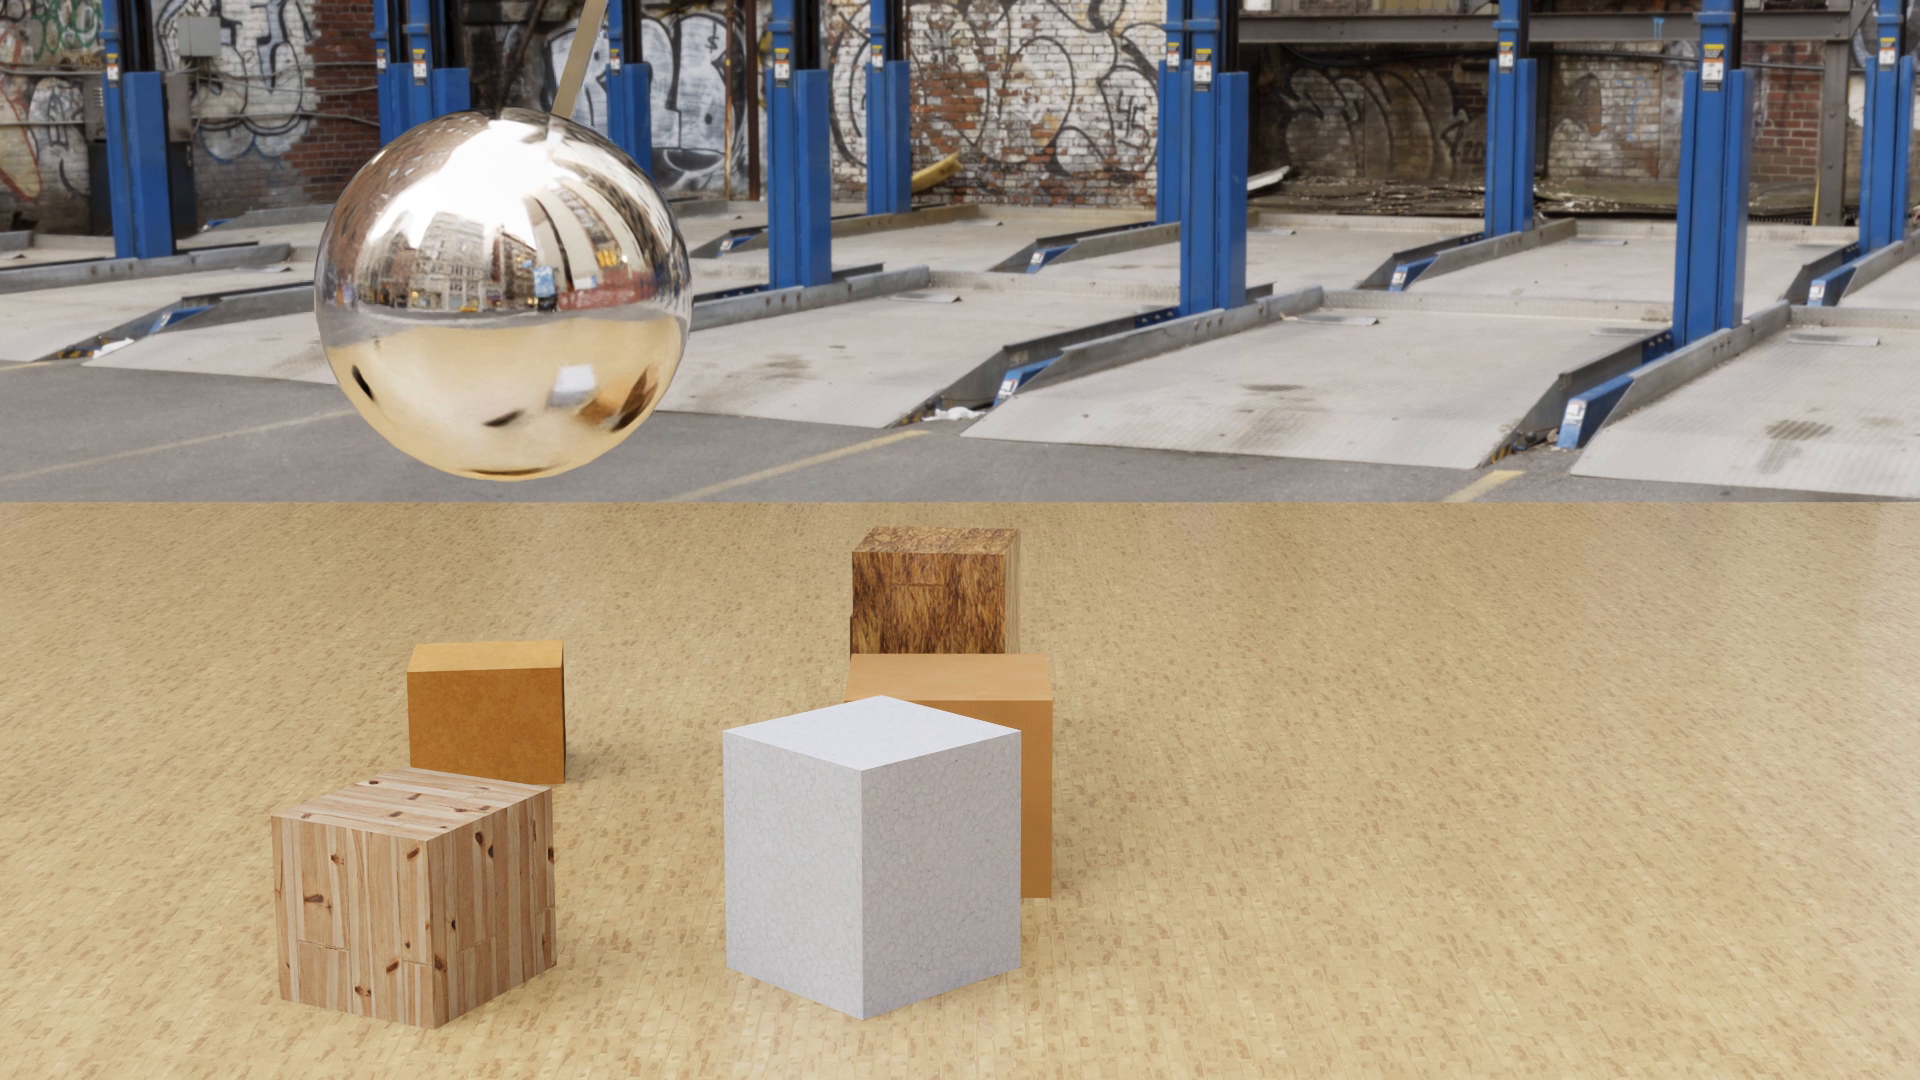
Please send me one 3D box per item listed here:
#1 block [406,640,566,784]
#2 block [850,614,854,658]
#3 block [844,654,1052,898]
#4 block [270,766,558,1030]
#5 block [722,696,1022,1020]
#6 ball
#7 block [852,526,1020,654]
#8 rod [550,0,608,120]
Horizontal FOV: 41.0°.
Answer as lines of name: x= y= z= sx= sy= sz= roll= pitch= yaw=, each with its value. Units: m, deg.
block: x=-2.399 y=0.879 z=13.064 sx=0.753 sy=0.597 sz=0.639 roll=-1 pitch=10 yaw=-8
block: x=-0.116 y=0.707 z=13.460 sx=0.817 sy=0.794 sz=0.892 roll=1 pitch=10 yaw=4
block: x=-0.051 y=1.034 z=11.431 sx=0.890 sy=0.877 sz=0.893 roll=0 pitch=10 yaw=0
block: x=-2.111 y=1.371 z=9.984 sx=0.732 sy=0.731 sz=0.791 roll=5 pitch=11 yaw=26
block: x=-0.345 y=1.223 z=10.129 sx=0.841 sy=0.969 sz=0.813 roll=-10 pitch=14 yaw=-43
ball: x=-1.947 y=-1.049 z=10.990 sx=1.600 sy=1.600 sz=1.600 roll=0 pitch=10 yaw=0
block: x=-0.102 y=0.335 z=12.262 sx=0.714 sy=0.682 sz=0.686 roll=1 pitch=10 yaw=7
rod: x=-0.844 y=-4.213 z=10.414 sx=0.080 sy=5.200 sz=0.080 roll=19 pitch=10 yaw=-3
